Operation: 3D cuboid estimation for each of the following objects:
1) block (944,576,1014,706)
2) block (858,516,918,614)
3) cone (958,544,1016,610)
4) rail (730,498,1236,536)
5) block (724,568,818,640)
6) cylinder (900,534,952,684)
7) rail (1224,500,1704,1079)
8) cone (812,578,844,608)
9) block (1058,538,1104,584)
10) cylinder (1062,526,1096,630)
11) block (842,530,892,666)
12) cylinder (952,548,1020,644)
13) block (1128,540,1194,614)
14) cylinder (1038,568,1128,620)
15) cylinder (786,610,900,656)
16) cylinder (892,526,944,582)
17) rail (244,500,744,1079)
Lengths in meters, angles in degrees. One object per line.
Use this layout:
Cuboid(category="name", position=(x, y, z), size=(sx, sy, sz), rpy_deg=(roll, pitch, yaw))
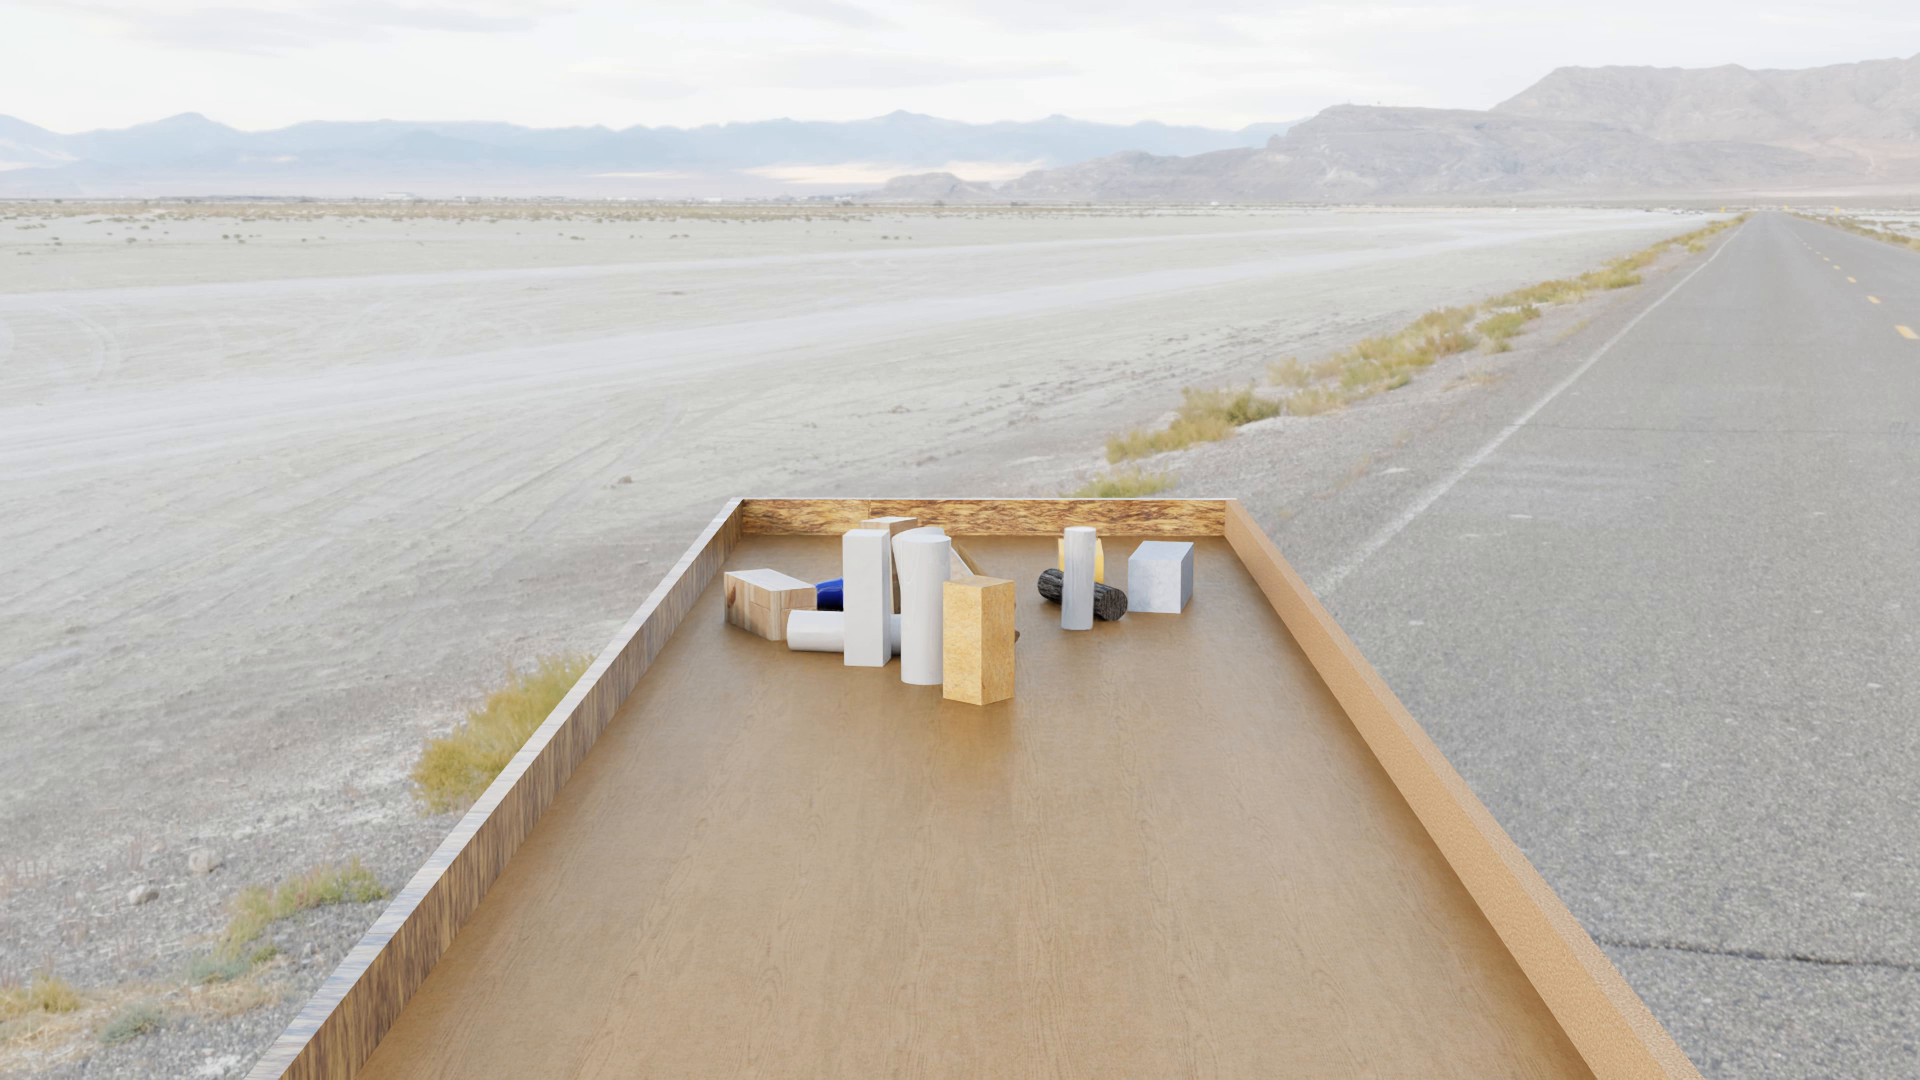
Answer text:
Cuboid(category="block", position=(0.053, 0.280, 6.183), size=(0.142, 0.332, 0.142), rpy_deg=(8, 12, 41))
Cuboid(category="block", position=(-0.226, 0.108, 7.184), size=(0.137, 0.351, 0.137), rpy_deg=(3, 9, 41))
Cuboid(category="cone", position=(0.047, 0.121, 7.190), size=(0.165, 0.165, 0.311), rpy_deg=(-5, 52, -29))
Cuboid(category="rail", position=(0.099, -0.098, 9.147), size=(2.100, 0.150, 0.050), rpy_deg=(0, 9, 1))
Cuboid(category="block", position=(-0.621, 0.208, 7.183), size=(0.160, 0.160, 0.393), rpy_deg=(-5, 10, -28))
Cuboid(category="cylinder", position=(-0.099, 0.202, 6.404), size=(0.147, 0.417, 0.147), rpy_deg=(0, 9, 0))
Cuboid(category="rail", position=(1.046, 0.843, 3.208), size=(0.050, 0.150, 12.000), rpy_deg=(0, 9, 1))
Cuboid(category="cone", position=(-0.570, 0.197, 7.577), size=(0.450, 0.117, 0.117), rpy_deg=(-5, 7, 15))
Cuboid(category="block", position=(0.432, 0.099, 7.897), size=(0.152, 0.152, 0.378), rpy_deg=(0, 9, 2))
Cuboid(category="cylinder", position=(0.387, 0.125, 7.170), size=(0.103, 0.326, 0.103), rpy_deg=(2, 9, 0))
Cuboid(category="block", position=(-0.280, 0.174, 6.638), size=(0.118, 0.397, 0.118), rpy_deg=(2, 10, 10))
Cuboid(category="cylinder", position=(0.028, 0.179, 6.814), size=(0.113, 0.113, 0.390), rpy_deg=(-9, 52, -46))
Cuboid(category="block", position=(0.701, 0.125, 7.646), size=(0.179, 0.179, 0.407), rpy_deg=(2, 9, 12))
Cuboid(category="cylinder", position=(0.414, 0.184, 7.497), size=(0.109, 0.109, 0.438), rpy_deg=(-4, 10, -25))
Cuboid(category="cylinder", position=(-0.300, 0.288, 6.791), size=(0.450, 0.126, 0.126), rpy_deg=(2, 9, 11))
Cuboid(category="cylinder", position=(-0.107, 0.135, 7.010), size=(0.172, 0.316, 0.172), rpy_deg=(-10, -16, -3))
Cuboid(category="rail", position=(-1.004, 0.839, 3.234), size=(0.050, 0.150, 12.000), rpy_deg=(0, 9, 1))
